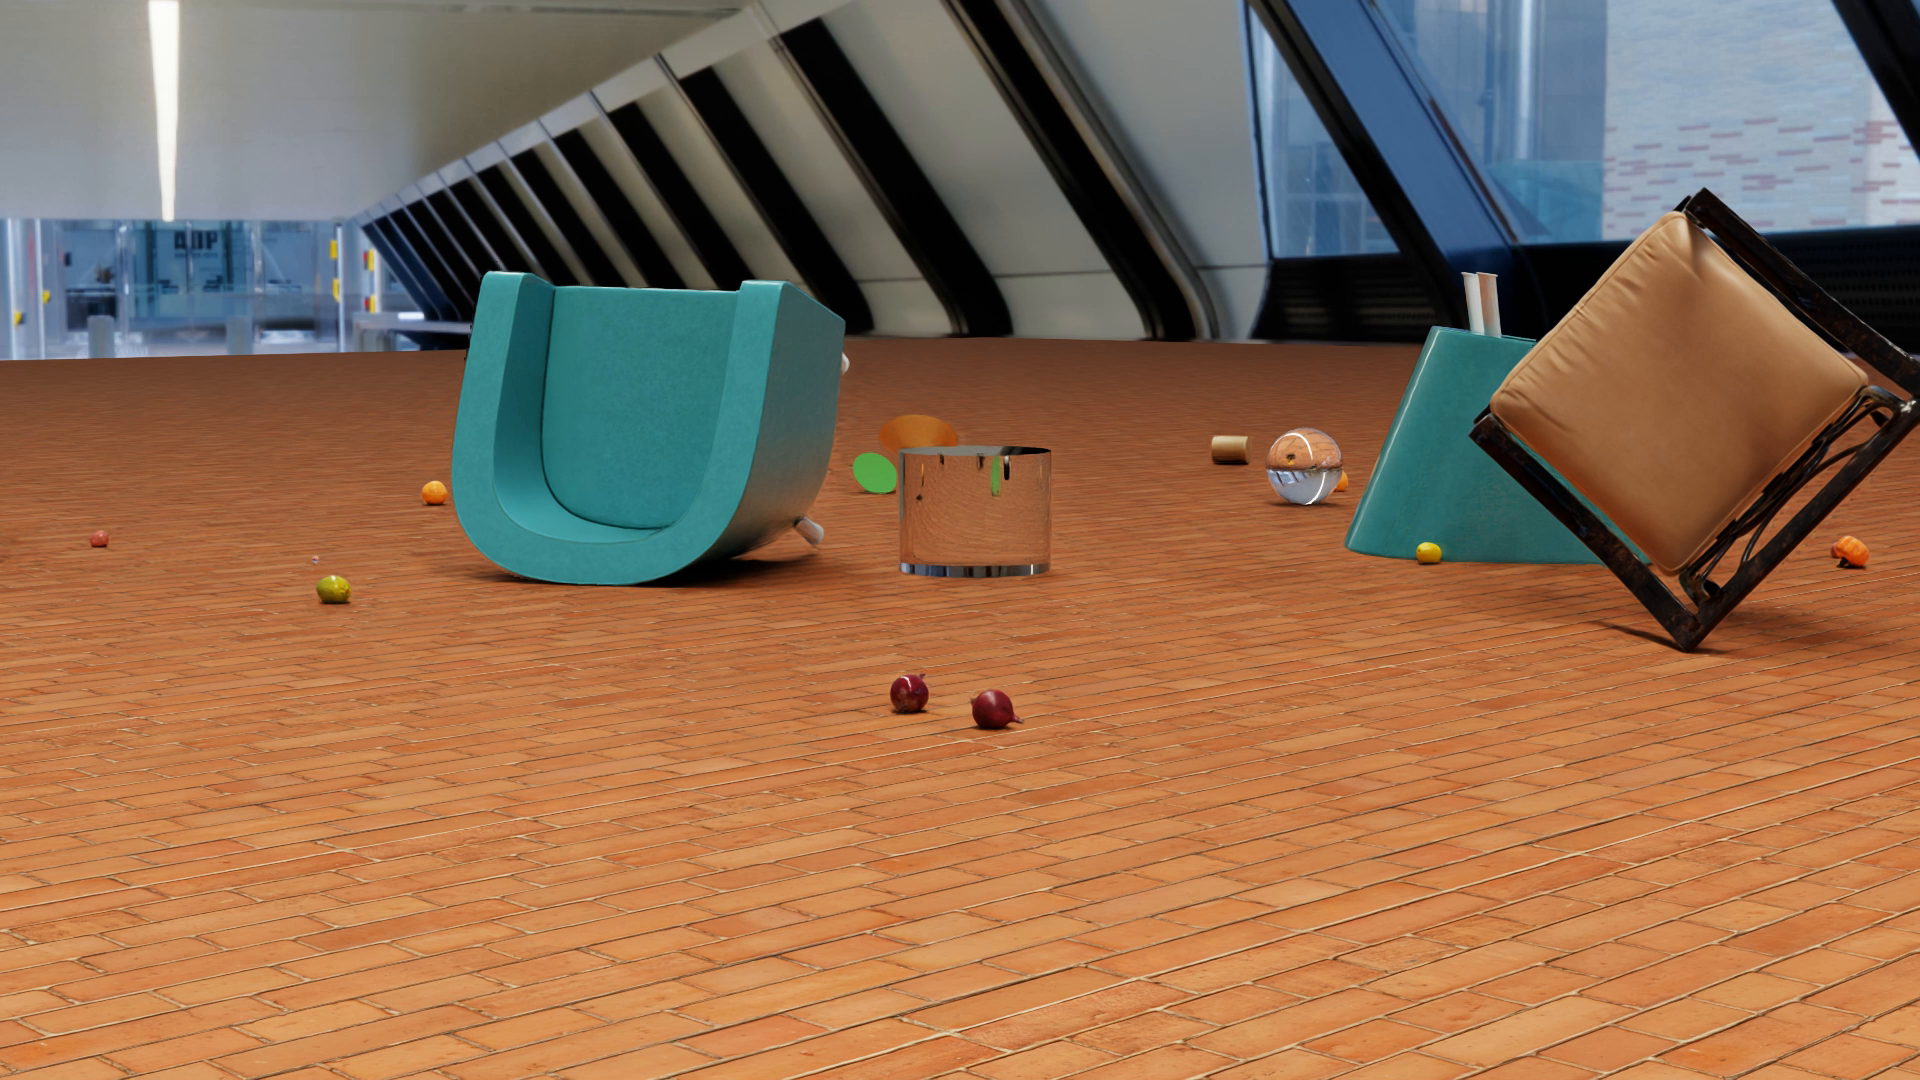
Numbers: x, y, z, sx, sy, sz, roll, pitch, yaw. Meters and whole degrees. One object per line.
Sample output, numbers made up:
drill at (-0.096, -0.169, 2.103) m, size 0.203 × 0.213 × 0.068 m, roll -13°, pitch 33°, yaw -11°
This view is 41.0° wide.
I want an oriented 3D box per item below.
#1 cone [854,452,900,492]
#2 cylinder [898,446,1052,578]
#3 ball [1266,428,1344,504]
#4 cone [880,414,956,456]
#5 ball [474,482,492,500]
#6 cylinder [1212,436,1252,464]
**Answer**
cone at (-0.241, -0.185, 7.910) m, size 0.151 × 0.113 × 0.268 m, roll 31°, pitch -6°, yaw 10°
cylinder at (0.033, -0.068, 5.770) m, size 0.343 × 0.267 × 0.343 m, roll 1°, pitch 6°, yaw 6°
ball at (0.993, -0.213, 7.399) m, size 0.222 × 0.222 × 0.222 m, roll 0°, pitch 6°, yaw 0°
cone at (-0.149, -0.311, 9.008) m, size 0.275 × 0.123 × 0.247 m, roll 4°, pitch -39°, yaw -3°
ball at (-1.398, -0.141, 7.525) m, size 0.053 × 0.053 × 0.053 m, roll 0°, pitch 6°, yaw 0°
cylinder at (0.953, -0.315, 8.994) m, size 0.119 × 0.095 × 0.128 m, roll 2°, pitch -5°, yaw 17°
